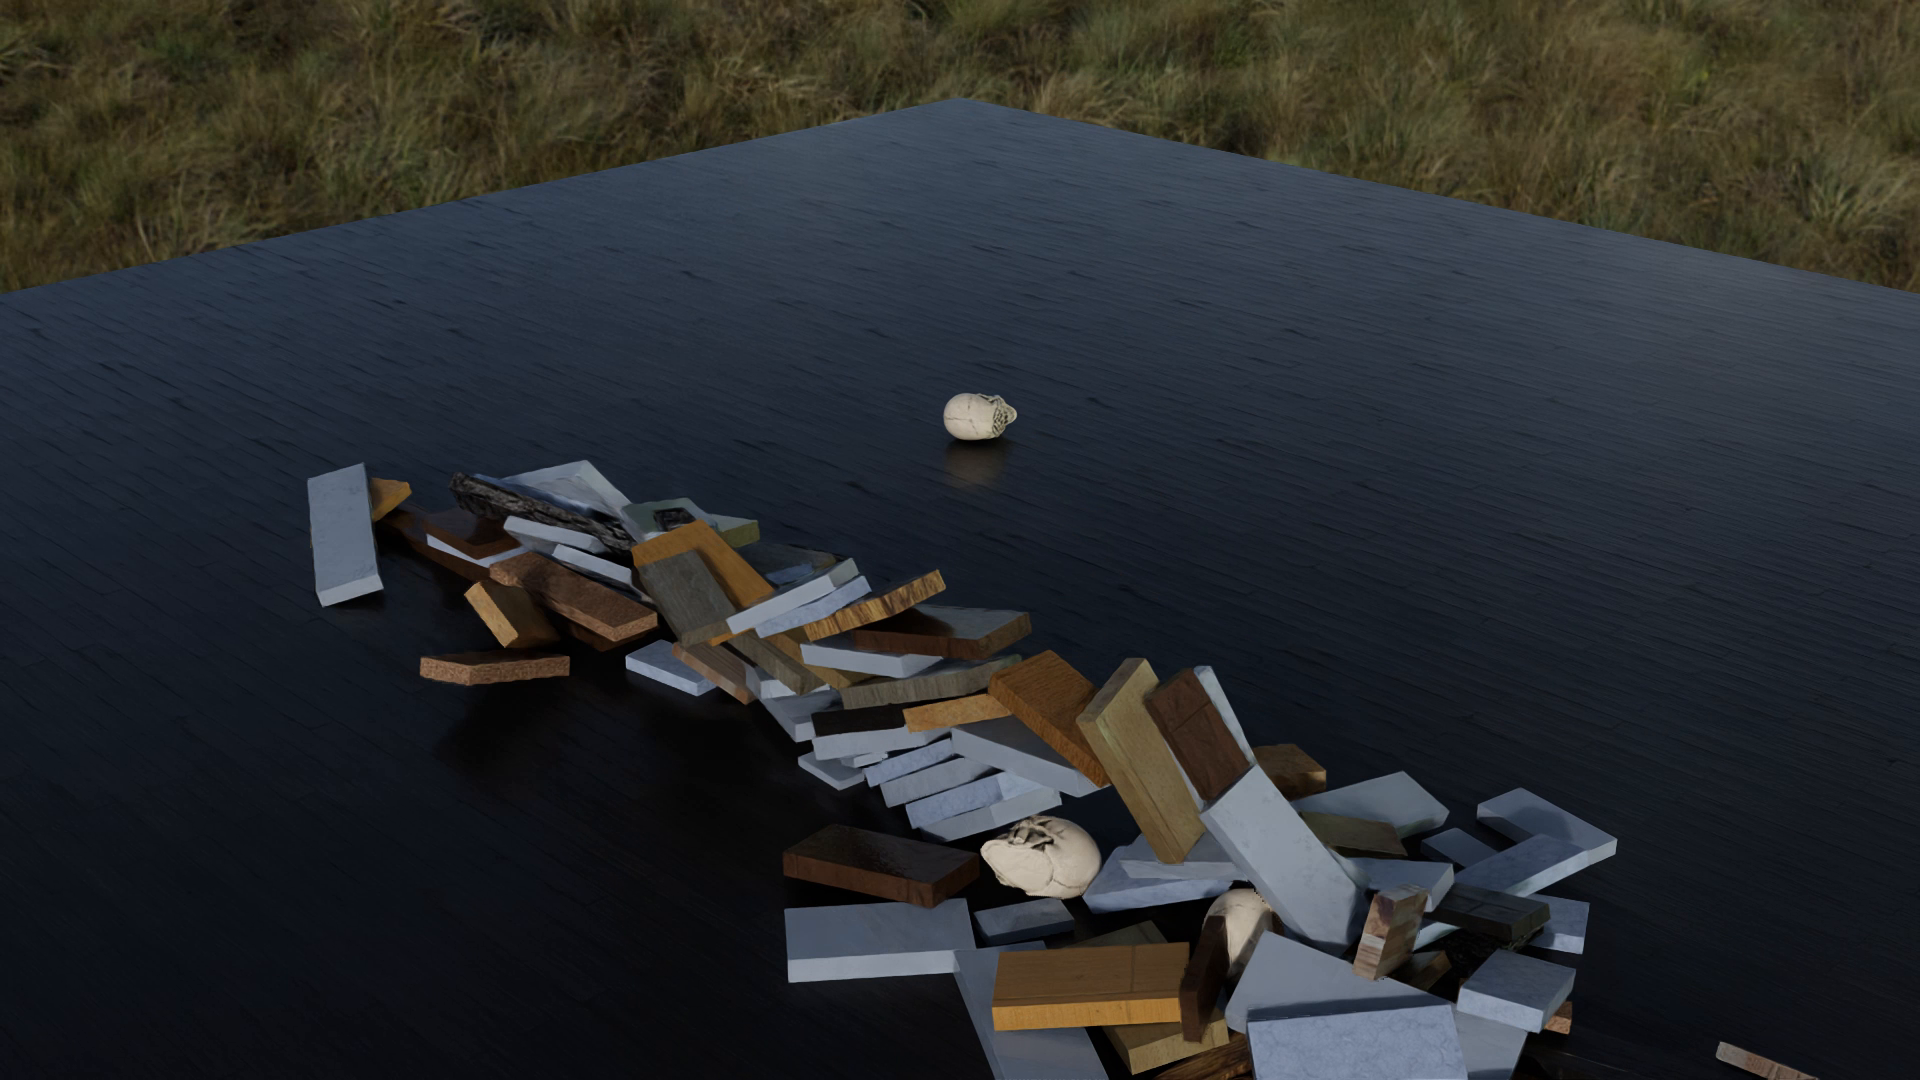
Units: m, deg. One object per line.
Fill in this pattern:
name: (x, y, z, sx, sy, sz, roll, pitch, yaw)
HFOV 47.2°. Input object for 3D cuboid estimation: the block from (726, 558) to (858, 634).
block: (-0.348, 0.116, 4.574, 0.261, 0.037, 0.131, -24, 6, 24)

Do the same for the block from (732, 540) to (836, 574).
block: (-0.467, 0.071, 5.325, 0.319, 0.045, 0.159, 9, 34, 40)

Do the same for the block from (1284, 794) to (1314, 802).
block: (0.603, 0.535, 4.392, 0.317, 0.045, 0.158, 12, 20, 37)

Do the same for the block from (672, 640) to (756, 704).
block: (-0.529, 0.282, 4.975, 0.229, 0.032, 0.114, 31, 35, 24)

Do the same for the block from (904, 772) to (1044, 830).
block: (0.058, 0.484, 4.262, 0.180, 0.051, 0.360, -15, -7, -33)

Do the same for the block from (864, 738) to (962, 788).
block: (-0.056, 0.438, 4.467, 0.151, 0.043, 0.302, -15, -6, -34)

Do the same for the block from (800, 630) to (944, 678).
block: (-0.165, 0.218, 4.488, 0.157, 0.044, 0.314, -25, 19, -39)

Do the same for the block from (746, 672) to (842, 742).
block: (-0.344, 0.344, 4.798, 0.151, 0.043, 0.302, -10, 25, -23)

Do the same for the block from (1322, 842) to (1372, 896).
block: (0.636, 0.584, 3.865, 0.169, 0.024, 0.085, 35, 64, -8)

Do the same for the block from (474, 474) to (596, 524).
block: (-1.065, -0.064, 5.518, 0.320, 0.160, 0.045, 15, 57, 15)

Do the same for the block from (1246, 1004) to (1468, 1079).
block: (0.636, 0.843, 3.524, 0.330, 0.047, 0.165, -5, 47, 0)

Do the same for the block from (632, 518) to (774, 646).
block: (-0.555, 0.089, 4.819, 0.178, 0.050, 0.355, -24, 42, -26)

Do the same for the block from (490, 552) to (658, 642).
block: (-0.923, 0.130, 5.224, 0.122, 0.035, 0.506, -21, 31, -40)

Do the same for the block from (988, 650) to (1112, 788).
block: (0.208, 0.321, 3.997, 0.151, 0.043, 0.301, -20, 46, -38)

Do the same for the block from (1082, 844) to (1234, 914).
block: (0.383, 0.608, 4.044, 0.302, 0.043, 0.151, -17, 21, 39)

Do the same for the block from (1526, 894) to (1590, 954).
block: (1.032, 0.697, 4.073, 0.248, 0.035, 0.124, 8, 24, 17)

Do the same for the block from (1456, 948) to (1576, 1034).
block: (0.931, 0.750, 3.672, 0.136, 0.039, 0.272, 12, 9, 25)

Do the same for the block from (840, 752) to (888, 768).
block: (-0.198, 0.449, 4.541, 0.071, 0.020, 0.142, -14, 1, -15)

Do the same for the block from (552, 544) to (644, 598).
block: (-0.846, 0.079, 5.256, 0.245, 0.035, 0.122, 17, -15, 32)

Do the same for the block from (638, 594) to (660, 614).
block: (-0.636, 0.187, 5.181, 0.229, 0.032, 0.114, 21, -6, 33)

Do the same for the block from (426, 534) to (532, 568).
block: (-1.201, 0.009, 5.508, 0.258, 0.037, 0.129, 17, 28, 35)

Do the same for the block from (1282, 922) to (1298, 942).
block: (0.607, 0.709, 3.840, 0.097, 0.194, 0.028, 22, -33, -40)

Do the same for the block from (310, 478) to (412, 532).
block: (-1.584, -0.078, 5.816, 0.127, 0.036, 0.255, 7, 36, 29)

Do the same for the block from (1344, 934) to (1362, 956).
block: (0.689, 0.677, 3.939, 0.102, 0.029, 0.203, -14, 18, -16)

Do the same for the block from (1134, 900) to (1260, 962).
block: (0.436, 0.710, 4.051, 0.204, 0.029, 0.102, 17, 29, 35)

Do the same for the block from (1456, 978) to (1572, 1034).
block: (0.928, 0.781, 3.689, 0.187, 0.027, 0.094, 10, 9, 15)

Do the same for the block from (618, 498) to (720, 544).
block: (-0.694, -0.036, 5.233, 0.171, 0.048, 0.342, -7, 14, -18)

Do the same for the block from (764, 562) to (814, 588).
block: (-0.415, 0.095, 5.174, 0.143, 0.020, 0.072, -15, 26, -1)

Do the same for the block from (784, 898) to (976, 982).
block: (-0.147, 0.725, 3.991, 0.336, 0.048, 0.168, -2, 23, -6)

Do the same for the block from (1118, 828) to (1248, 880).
block: (0.439, 0.544, 3.961, 0.302, 0.043, 0.151, -9, 30, 51)

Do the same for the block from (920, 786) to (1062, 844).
block: (0.057, 0.532, 4.241, 0.151, 0.043, 0.302, -15, -7, -30)

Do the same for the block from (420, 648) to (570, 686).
block: (-1.033, 0.281, 4.903, 0.153, 0.043, 0.305, 7, 5, 34)

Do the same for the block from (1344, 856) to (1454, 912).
block: (0.741, 0.619, 3.969, 0.266, 0.038, 0.133, -1, 15, 30)

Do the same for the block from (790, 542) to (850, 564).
block: (-0.337, 0.112, 5.368, 0.159, 0.045, 0.319, 14, 22, -13)

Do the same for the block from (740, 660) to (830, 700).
block: (-0.400, 0.263, 4.878, 0.151, 0.043, 0.301, -7, 22, -16)

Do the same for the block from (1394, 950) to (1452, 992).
block: (0.734, 0.781, 3.785, 0.232, 0.033, 0.116, -28, 5, -40)

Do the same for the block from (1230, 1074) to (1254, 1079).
block: (0.558, 0.907, 3.580, 0.234, 0.033, 0.117, -7, 24, -15)

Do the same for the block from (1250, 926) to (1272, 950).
block: (0.590, 0.727, 4.026, 0.117, 0.017, 0.058, -21, 31, -40)

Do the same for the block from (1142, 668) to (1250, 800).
block: (0.411, 0.337, 3.824, 0.104, 0.207, 0.029, -36, 10, -28)

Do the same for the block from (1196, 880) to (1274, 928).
block: (0.506, 0.668, 4.111, 0.204, 0.029, 0.102, 19, 13, 39)

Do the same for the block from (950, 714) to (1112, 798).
block: (0.167, 0.388, 4.104, 0.180, 0.051, 0.360, -16, 19, -36)

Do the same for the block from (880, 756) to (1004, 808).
block: (0.004, 0.458, 4.371, 0.180, 0.051, 0.360, -15, -6, -32)

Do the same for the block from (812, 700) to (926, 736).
block: (-0.148, 0.351, 4.531, 0.172, 0.049, 0.344, -14, 1, -32)

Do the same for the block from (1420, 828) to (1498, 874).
block: (0.994, 0.622, 4.262, 0.094, 0.027, 0.189, -14, 27, -30)

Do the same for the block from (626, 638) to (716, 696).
block: (-0.644, 0.291, 5.034, 0.229, 0.032, 0.114, 17, 28, 35)
